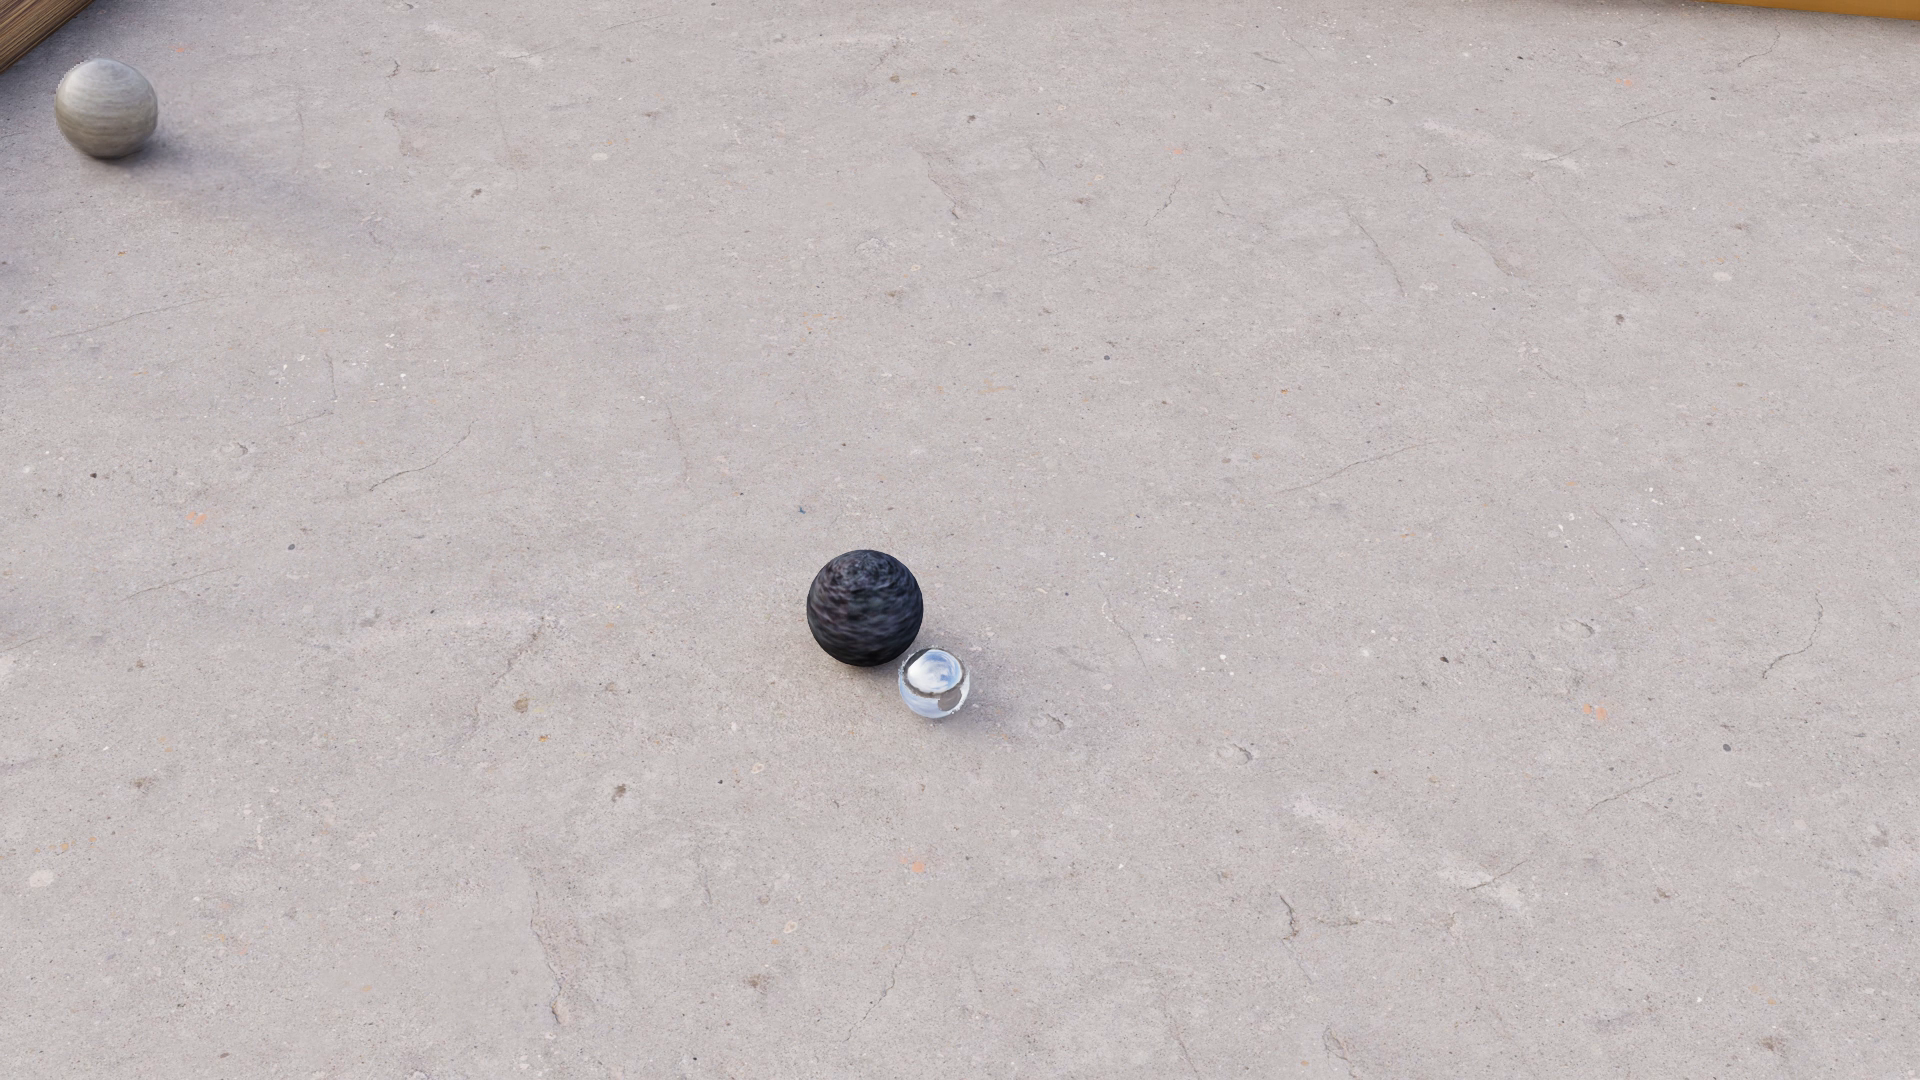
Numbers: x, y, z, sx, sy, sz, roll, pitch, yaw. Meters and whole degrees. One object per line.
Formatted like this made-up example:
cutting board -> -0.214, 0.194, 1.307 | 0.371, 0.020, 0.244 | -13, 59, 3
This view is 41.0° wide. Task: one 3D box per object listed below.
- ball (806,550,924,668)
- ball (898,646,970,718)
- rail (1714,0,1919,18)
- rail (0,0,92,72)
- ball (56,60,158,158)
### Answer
ball -> -0.063, 0.046, 1.713 | 0.079, 0.079, 0.079 | 0, 35, 0
ball -> -0.017, 0.093, 1.673 | 0.046, 0.046, 0.046 | 0, 35, 0
rail -> 1.334, -0.516, 2.486 | 4.413, 0.116, 0.045 | 8, 36, 11
rail -> -1.052, -0.159, 1.973 | 0.045, 0.116, 2.344 | 8, 36, 11
ball -> -0.775, -0.392, 2.332 | 0.089, 0.089, 0.089 | 0, 35, 0
